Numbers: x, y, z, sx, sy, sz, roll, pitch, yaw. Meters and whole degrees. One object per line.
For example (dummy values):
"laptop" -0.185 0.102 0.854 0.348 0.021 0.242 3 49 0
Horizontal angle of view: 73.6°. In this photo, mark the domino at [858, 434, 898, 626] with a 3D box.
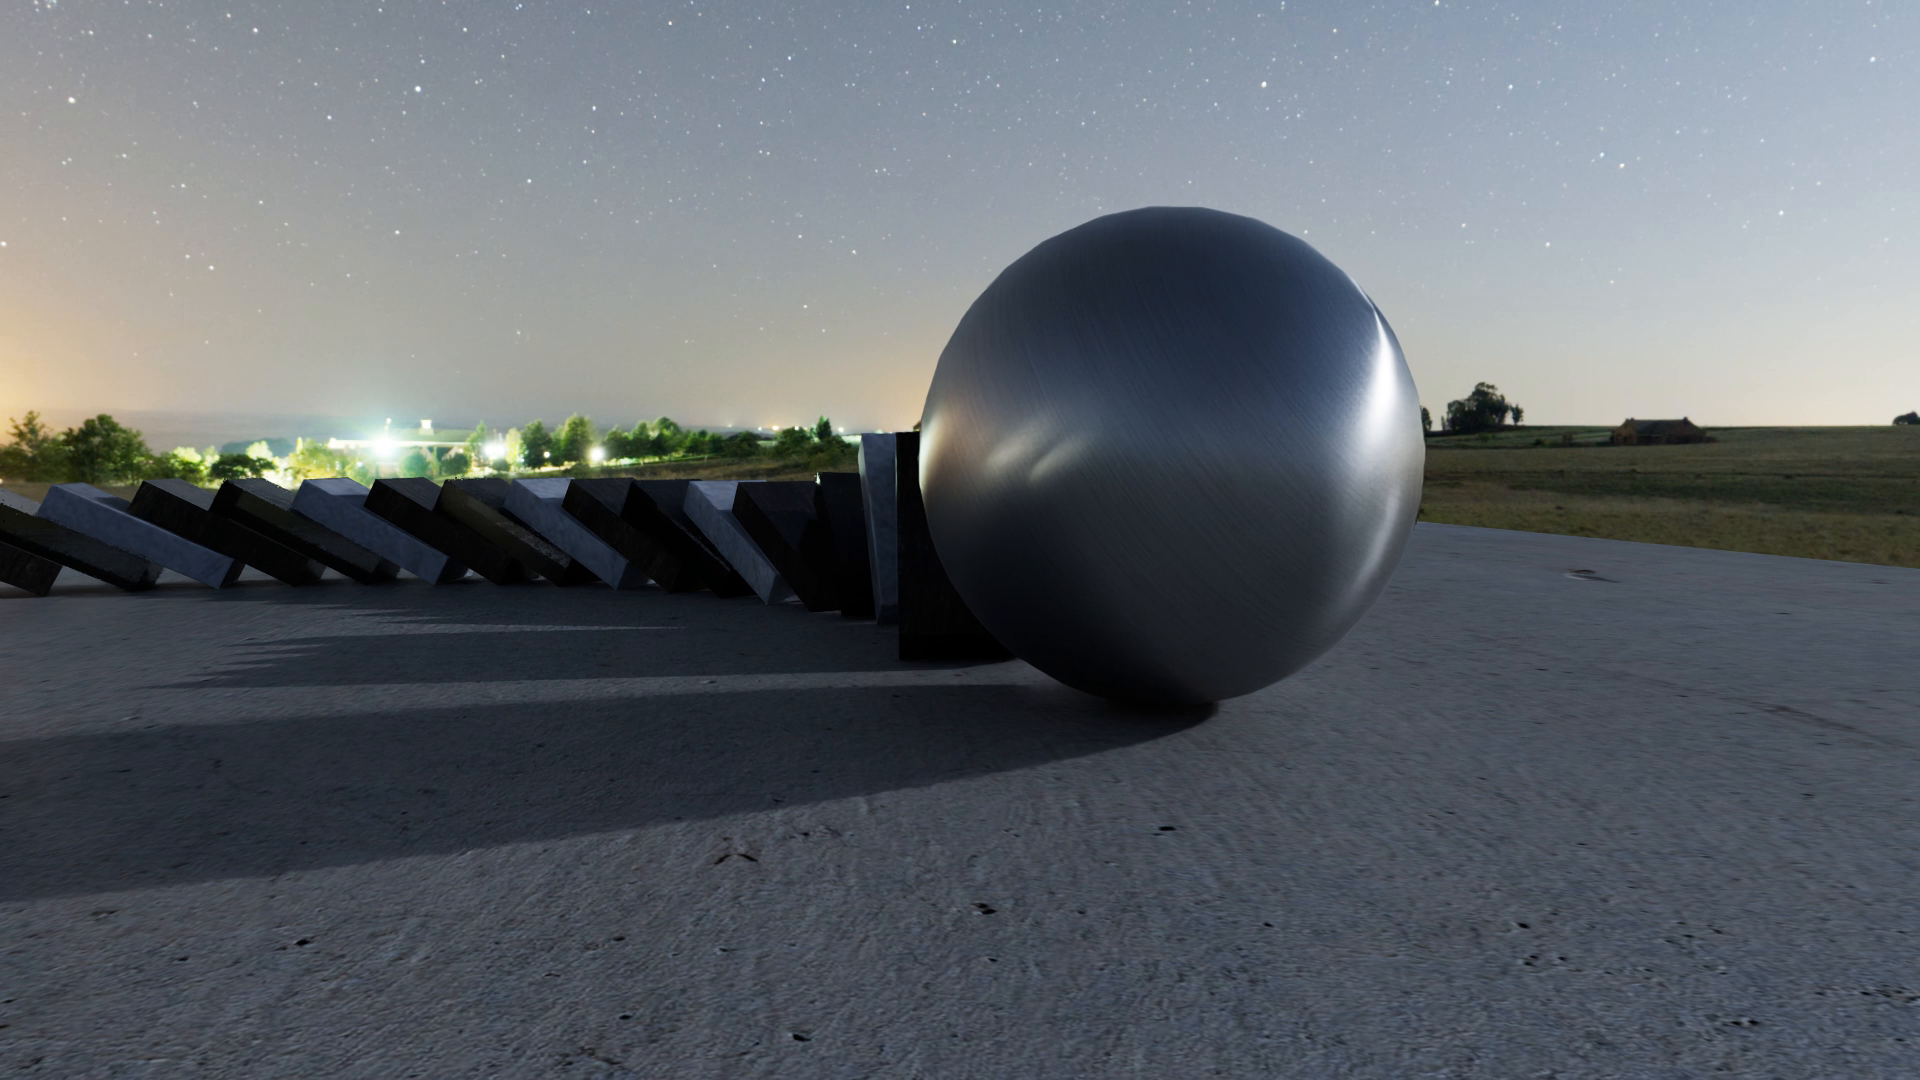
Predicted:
"domino" -0.010 -0.004 0.314 0.025 0.050 0.009 -1 -34 -12

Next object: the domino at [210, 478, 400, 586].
"domino" -0.199 -0.003 0.395 0.050 0.009 0.025 28 2 -6

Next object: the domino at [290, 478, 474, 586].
"domino" -0.177 -0.003 0.399 0.050 0.010 0.025 28 6 1

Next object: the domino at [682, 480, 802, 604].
"domino" -0.055 0.000 0.361 0.025 0.009 0.050 -4 34 -41

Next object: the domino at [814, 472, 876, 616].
"domino" -0.021 0.000 0.331 0.025 0.009 0.050 1 35 -17

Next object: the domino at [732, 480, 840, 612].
"domino" -0.039 0.001 0.346 0.025 0.010 0.050 -3 33 -36

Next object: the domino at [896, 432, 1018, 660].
"domino" 0.000 0.000 0.265 0.025 0.050 0.009 0 -34 -4

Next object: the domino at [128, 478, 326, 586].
"domino" -0.220 -0.003 0.390 0.050 0.009 0.025 28 -1 -11

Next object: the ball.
"ball" 0.033 -0.013 0.209 0.080 0.080 0.080 0 4 0

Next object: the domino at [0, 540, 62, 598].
"domino" -0.278 0.000 0.355 0.050 0.010 0.025 30 -12 -31

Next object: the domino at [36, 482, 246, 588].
"domino" -0.240 -0.002 0.381 0.050 0.009 0.025 27 -4 -18

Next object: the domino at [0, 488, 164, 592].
"domino" -0.260 -0.001 0.370 0.050 0.009 0.025 27 -5 -19

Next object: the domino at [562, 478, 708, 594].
"domino" -0.093 -0.002 0.384 0.050 0.009 0.025 34 20 25

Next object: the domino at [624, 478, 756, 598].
"domino" -0.073 -0.001 0.374 0.050 0.010 0.025 37 26 32

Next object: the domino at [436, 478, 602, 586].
"domino" -0.134 -0.003 0.397 0.050 0.009 0.025 30 12 14

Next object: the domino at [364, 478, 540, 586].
"domino" -0.156 -0.003 0.400 0.050 0.010 0.025 29 8 7

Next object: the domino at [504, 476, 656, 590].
"domino" -0.112 -0.003 0.392 0.050 0.009 0.025 32 17 21
